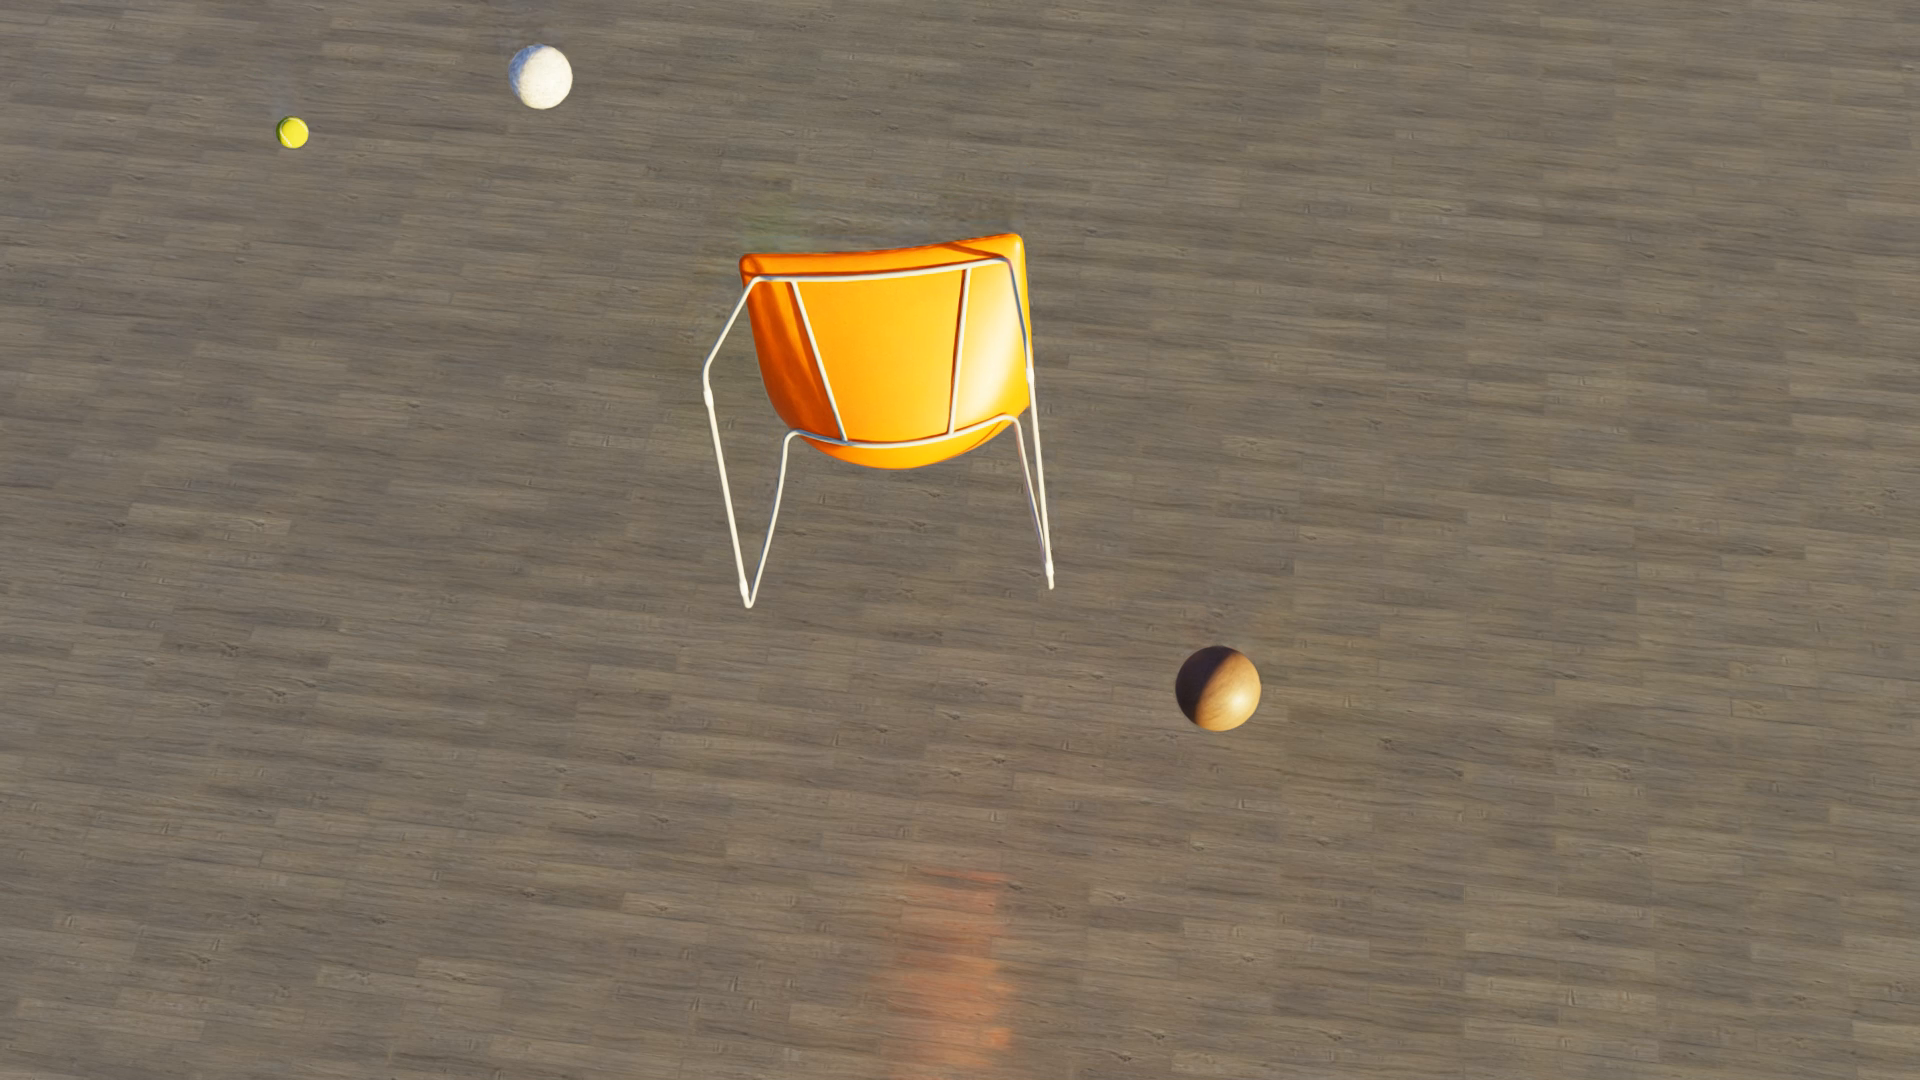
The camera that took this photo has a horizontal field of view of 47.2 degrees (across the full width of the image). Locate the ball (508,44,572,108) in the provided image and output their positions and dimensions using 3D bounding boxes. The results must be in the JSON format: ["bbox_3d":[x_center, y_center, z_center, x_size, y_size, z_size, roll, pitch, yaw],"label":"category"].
[{"bbox_3d":[-0.766,-0.845,4.011,0.115,0.115,0.115,0,56,0],"label":"ball"}]
